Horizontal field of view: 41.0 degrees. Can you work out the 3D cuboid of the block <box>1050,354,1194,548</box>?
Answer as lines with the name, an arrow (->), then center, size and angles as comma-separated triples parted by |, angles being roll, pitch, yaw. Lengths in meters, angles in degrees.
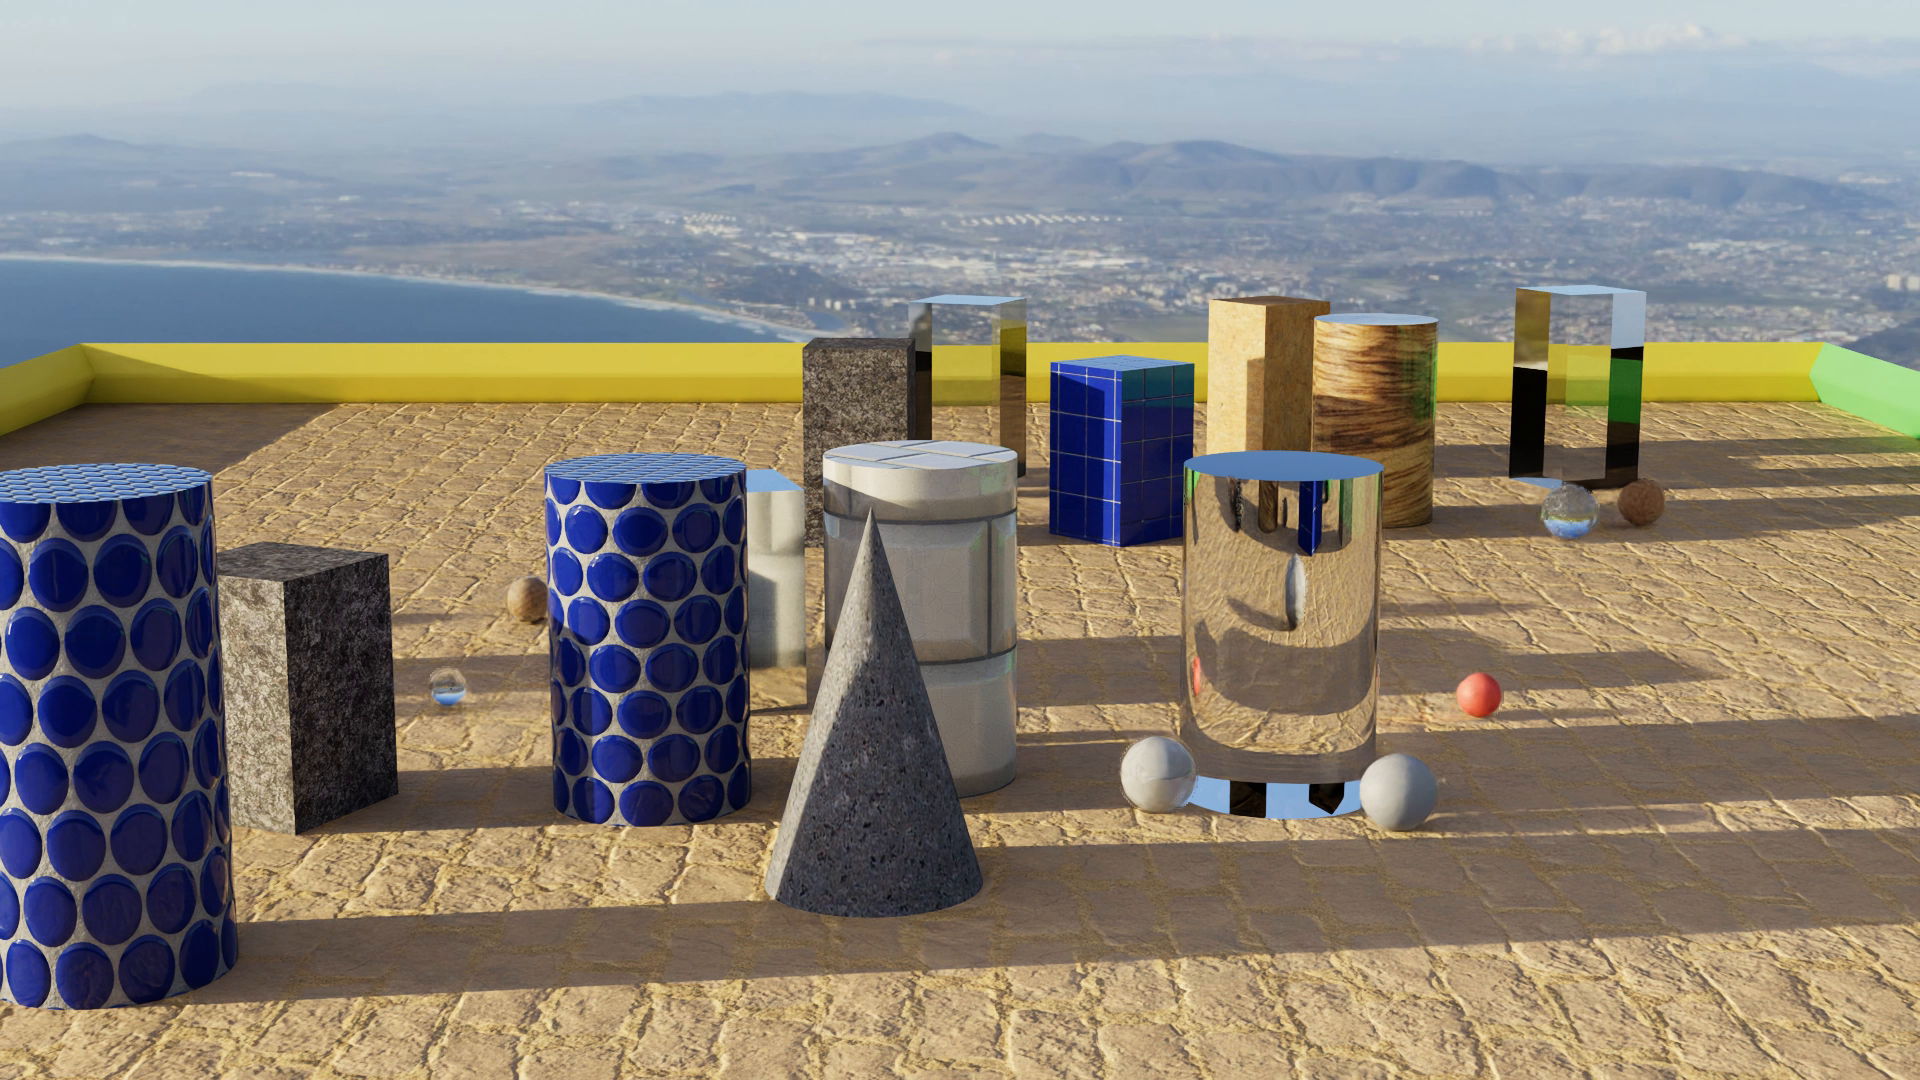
block -> 0.252, -0.142, 4.011 | 0.158, 0.271, 0.158 | -9, 14, -40

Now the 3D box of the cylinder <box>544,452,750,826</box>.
cylinder -> -0.309, 0.094, 2.551 | 0.198, 0.337, 0.198 | 0, 10, 0

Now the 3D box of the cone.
cone -> -0.078, 0.139, 2.286 | 0.198, 0.345, 0.198 | 0, 10, 0

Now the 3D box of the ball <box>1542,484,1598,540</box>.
ball -> 0.947, -0.043, 3.985 | 0.086, 0.086, 0.086 | 0, 10, 0

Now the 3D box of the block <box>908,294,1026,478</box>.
block -> 0.014, -0.266, 4.548 | 0.158, 0.319, 0.158 | 5, 11, 24

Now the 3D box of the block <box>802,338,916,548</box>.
block -> -0.154, -0.152, 3.967 | 0.158, 0.306, 0.158 | 1, 11, 4

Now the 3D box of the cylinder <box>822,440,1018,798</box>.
cylinder -> -0.040, 0.078, 2.638 | 0.198, 0.337, 0.198 | 0, 10, 0

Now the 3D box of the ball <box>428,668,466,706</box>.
ball -> -0.590, 0.169, 2.954 | 0.043, 0.043, 0.043 | 0, 10, 0

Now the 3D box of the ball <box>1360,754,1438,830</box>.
ball -> 0.423, 0.243, 2.472 | 0.074, 0.074, 0.074 | 0, 10, 0

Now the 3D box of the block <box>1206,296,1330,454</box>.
block -> 0.576, -0.300, 4.797 | 0.158, 0.295, 0.158 | -7, 13, -34

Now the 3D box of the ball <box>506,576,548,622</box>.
ball -> -0.570, 0.078, 3.400 | 0.060, 0.060, 0.060 | 0, 10, 0

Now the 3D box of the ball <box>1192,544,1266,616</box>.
ball -> 0.360, 0.053, 3.426 | 0.099, 0.099, 0.099 | 0, 10, 0

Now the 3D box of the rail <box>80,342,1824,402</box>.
rail -> -0.012, -0.362, 5.581 | 3.806, 0.129, 0.045 | 0, 10, 0

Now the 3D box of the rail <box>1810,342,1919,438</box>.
rail -> 1.879, 0.031, 3.459 | 0.045, 0.129, 4.385 | 0, 10, 0

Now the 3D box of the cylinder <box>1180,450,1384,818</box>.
cylinder -> 0.321, 0.090, 2.577 | 0.198, 0.335, 0.198 | 0, 10, 0

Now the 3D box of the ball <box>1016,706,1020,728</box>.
ball -> 0.042, 0.194, 2.807 | 0.048, 0.048, 0.048 | 0, 10, 0

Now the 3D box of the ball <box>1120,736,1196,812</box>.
ball -> 0.196, 0.231, 2.531 | 0.075, 0.075, 0.075 | 0, 10, 0

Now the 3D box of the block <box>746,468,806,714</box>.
block -> -0.274, 0.059, 2.968 | 0.158, 0.255, 0.158 | -3, 11, -16

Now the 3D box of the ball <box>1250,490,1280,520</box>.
ball -> 0.495, -0.057, 4.163 | 0.048, 0.048, 0.048 | 0, 10, 0

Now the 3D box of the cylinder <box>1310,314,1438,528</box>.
cylinder -> 0.668, -0.195, 4.148 | 0.198, 0.325, 0.198 | 0, 10, 0

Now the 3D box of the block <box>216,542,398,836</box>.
block -> -0.674, 0.142, 2.538 | 0.158, 0.248, 0.158 | 5, 12, 25

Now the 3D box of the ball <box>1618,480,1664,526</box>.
ball -> 1.091, -0.059, 4.107 | 0.072, 0.072, 0.072 | 0, 10, 0

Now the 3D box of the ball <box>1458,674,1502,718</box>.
ball -> 0.588, 0.176, 2.902 | 0.050, 0.050, 0.050 | 0, 10, 0

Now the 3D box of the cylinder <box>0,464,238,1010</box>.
cylinder -> -0.693, 0.152, 2.064 | 0.198, 0.401, 0.198 | 0, 10, 0

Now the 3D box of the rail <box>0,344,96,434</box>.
rail -> -1.879, 0.035, 3.438 | 0.045, 0.129, 4.385 | 0, 10, 0

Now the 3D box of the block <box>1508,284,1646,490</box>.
block -> 1.083, -0.269, 4.506 | 0.158, 0.340, 0.158 | -4, 11, -22
